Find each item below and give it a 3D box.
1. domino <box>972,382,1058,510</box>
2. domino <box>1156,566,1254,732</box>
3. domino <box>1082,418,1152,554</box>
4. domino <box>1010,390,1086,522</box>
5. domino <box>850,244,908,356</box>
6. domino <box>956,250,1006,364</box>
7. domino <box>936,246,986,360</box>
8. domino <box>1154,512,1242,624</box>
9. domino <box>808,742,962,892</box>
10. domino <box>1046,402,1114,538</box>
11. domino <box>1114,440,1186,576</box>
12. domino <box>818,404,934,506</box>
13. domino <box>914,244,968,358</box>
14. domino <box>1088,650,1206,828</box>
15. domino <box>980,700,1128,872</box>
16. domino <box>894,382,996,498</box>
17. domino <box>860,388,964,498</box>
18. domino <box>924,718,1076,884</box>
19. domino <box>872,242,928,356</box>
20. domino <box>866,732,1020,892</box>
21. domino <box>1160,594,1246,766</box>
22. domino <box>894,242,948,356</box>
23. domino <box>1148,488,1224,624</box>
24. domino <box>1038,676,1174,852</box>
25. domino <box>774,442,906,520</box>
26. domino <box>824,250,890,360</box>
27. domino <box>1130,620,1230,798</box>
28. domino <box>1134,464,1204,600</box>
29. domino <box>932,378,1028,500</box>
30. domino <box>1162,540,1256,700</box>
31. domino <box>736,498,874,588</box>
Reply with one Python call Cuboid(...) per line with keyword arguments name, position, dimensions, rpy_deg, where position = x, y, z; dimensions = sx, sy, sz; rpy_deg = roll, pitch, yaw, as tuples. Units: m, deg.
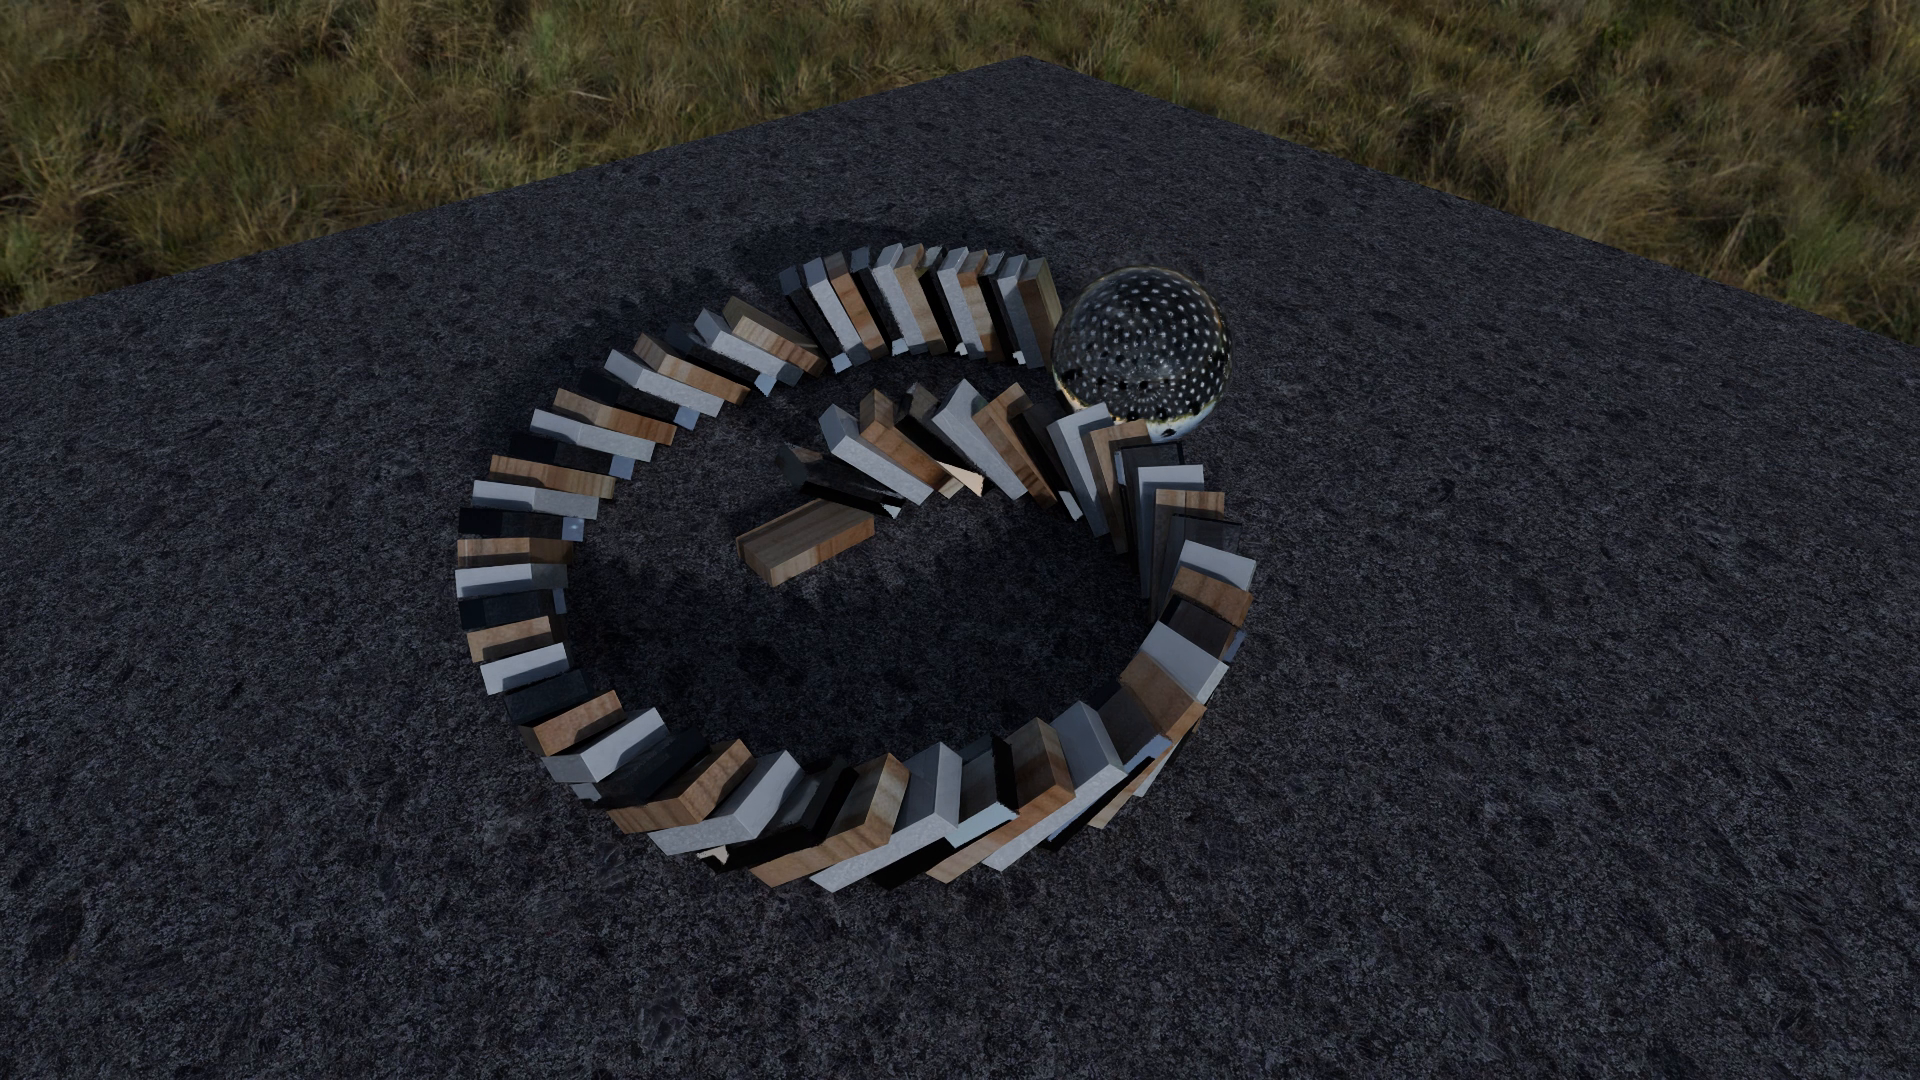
Cuboid(name="domino", position=(0.030, -0.040, 0.468), dimensions=(0.050, 0.009, 0.025), rpy_deg=(52, 51, -5))
Cuboid(name="domino", position=(0.078, 0.037, 0.373), dimensions=(0.025, 0.010, 0.050), rpy_deg=(23, 87, 25))
Cuboid(name="domino", position=(0.069, -0.022, 0.445), dimensions=(0.025, 0.009, 0.050), rpy_deg=(-15, 86, -18))
Cuboid(name="domino", position=(0.044, -0.035, 0.461), dimensions=(0.025, 0.009, 0.050), rpy_deg=(-33, 93, -34))
Cuboid(name="domino", position=(-0.040, -0.122, 0.560), dimensions=(0.010, 0.050, 0.025), rpy_deg=(-18, 38, 12))
Cuboid(name="domino", position=(0.014, -0.118, 0.555), dimensions=(0.009, 0.050, 0.025), rpy_deg=(-8, 35, 23))
Cuboid(name="domino", position=(0.004, -0.120, 0.557), dimensions=(0.010, 0.050, 0.025), rpy_deg=(-8, 35, 23))
Cuboid(name="domino", position=(0.085, 0.017, 0.397), dimensions=(0.025, 0.010, 0.050), rpy_deg=(9, 84, 11))
Cuboid(name="domino", position=(-0.022, 0.081, 0.320), dimensions=(0.050, 0.009, 0.025), rpy_deg=(-34, 30, 27))
Cuboid(name="domino", position=(0.058, -0.029, 0.453), dimensions=(0.025, 0.010, 0.050), rpy_deg=(-24, 89, -26))
Cuboid(name="domino", position=(0.078, -0.013, 0.434), dimensions=(0.025, 0.010, 0.050), rpy_deg=(-6, 83, -8))
Cuboid(name="domino", position=(-0.035, -0.036, 0.461), dimensions=(0.050, 0.010, 0.025), rpy_deg=(31, 22, -37))
Cuboid(name="domino", position=(-0.006, -0.121, 0.560), dimensions=(0.009, 0.050, 0.025), rpy_deg=(-9, 35, 24))
Cuboid(name="domino", position=(0.050, 0.062, 0.343), dimensions=(0.050, 0.009, 0.025), rpy_deg=(-51, 49, 7))
Cuboid(name="domino", position=(0.024, 0.074, 0.329), dimensions=(0.050, 0.010, 0.025), rpy_deg=(-42, 39, 16))
Cuboid(name="domino", position=(-0.005, -0.043, 0.471), dimensions=(0.050, 0.010, 0.025), rpy_deg=(38, 33, -22))
Cuboid(name="domino", position=(-0.020, -0.041, 0.468), dimensions=(0.050, 0.010, 0.025), rpy_deg=(35, 28, -28))
Cuboid(name="domino", position=(0.009, 0.077, 0.325), dimensions=(0.050, 0.009, 0.025), rpy_deg=(-39, 36, 19))
Cuboid(name="domino", position=(-0.027, -0.123, 0.561), dimensions=(0.009, 0.050, 0.025), rpy_deg=(-11, 35, 22))
Cuboid(name="domino", position=(-0.006, 0.080, 0.322), dimensions=(0.050, 0.010, 0.025), rpy_deg=(-36, 33, 23))
Cuboid(name="domino", position=(0.070, 0.046, 0.363), dimensions=(0.025, 0.010, 0.050), rpy_deg=(29, 90, 31))
Cuboid(name="domino", position=(-0.017, -0.122, 0.561), dimensions=(0.010, 0.050, 0.025), rpy_deg=(-11, 35, 22))
Cuboid(name="domino", position=(0.084, 0.007, 0.410), dimensions=(0.025, 0.010, 0.050), rpy_deg=(3, 82, 4))
Cuboid(name="domino", position=(0.038, 0.068, 0.335), dimensions=(0.050, 0.009, 0.025), rpy_deg=(-46, 44, 11))
Cuboid(name="domino", position=(-0.049, -0.024, 0.451), dimensions=(0.050, 0.010, 0.025), rpy_deg=(16, 22, -43))
Cuboid(name="domino", position=(-0.052, -0.118, 0.555), dimensions=(0.010, 0.050, 0.025), rpy_deg=(-25, 41, 4))
Cuboid(name="domino", position=(0.061, 0.054, 0.353), dimensions=(0.025, 0.010, 0.050), rpy_deg=(35, 93, 35))
Cuboid(name="domino", position=(0.081, -0.003, 0.422), dimensions=(0.025, 0.010, 0.050), rpy_deg=(-2, 83, -3))
Cuboid(name="domino", position=(0.012, -0.043, 0.471), dimensions=(0.050, 0.010, 0.025), rpy_deg=(44, 41, -14))
Cuboid(name="domino", position=(0.083, 0.028, 0.385), dimensions=(0.025, 0.009, 0.050), rpy_deg=(18, 85, 20))
Cuboid(name="domino", position=(-0.062, -0.002, 0.445), dimensions=(0.050, 0.010, 0.025), rpy_deg=(-29, 47, -31))
